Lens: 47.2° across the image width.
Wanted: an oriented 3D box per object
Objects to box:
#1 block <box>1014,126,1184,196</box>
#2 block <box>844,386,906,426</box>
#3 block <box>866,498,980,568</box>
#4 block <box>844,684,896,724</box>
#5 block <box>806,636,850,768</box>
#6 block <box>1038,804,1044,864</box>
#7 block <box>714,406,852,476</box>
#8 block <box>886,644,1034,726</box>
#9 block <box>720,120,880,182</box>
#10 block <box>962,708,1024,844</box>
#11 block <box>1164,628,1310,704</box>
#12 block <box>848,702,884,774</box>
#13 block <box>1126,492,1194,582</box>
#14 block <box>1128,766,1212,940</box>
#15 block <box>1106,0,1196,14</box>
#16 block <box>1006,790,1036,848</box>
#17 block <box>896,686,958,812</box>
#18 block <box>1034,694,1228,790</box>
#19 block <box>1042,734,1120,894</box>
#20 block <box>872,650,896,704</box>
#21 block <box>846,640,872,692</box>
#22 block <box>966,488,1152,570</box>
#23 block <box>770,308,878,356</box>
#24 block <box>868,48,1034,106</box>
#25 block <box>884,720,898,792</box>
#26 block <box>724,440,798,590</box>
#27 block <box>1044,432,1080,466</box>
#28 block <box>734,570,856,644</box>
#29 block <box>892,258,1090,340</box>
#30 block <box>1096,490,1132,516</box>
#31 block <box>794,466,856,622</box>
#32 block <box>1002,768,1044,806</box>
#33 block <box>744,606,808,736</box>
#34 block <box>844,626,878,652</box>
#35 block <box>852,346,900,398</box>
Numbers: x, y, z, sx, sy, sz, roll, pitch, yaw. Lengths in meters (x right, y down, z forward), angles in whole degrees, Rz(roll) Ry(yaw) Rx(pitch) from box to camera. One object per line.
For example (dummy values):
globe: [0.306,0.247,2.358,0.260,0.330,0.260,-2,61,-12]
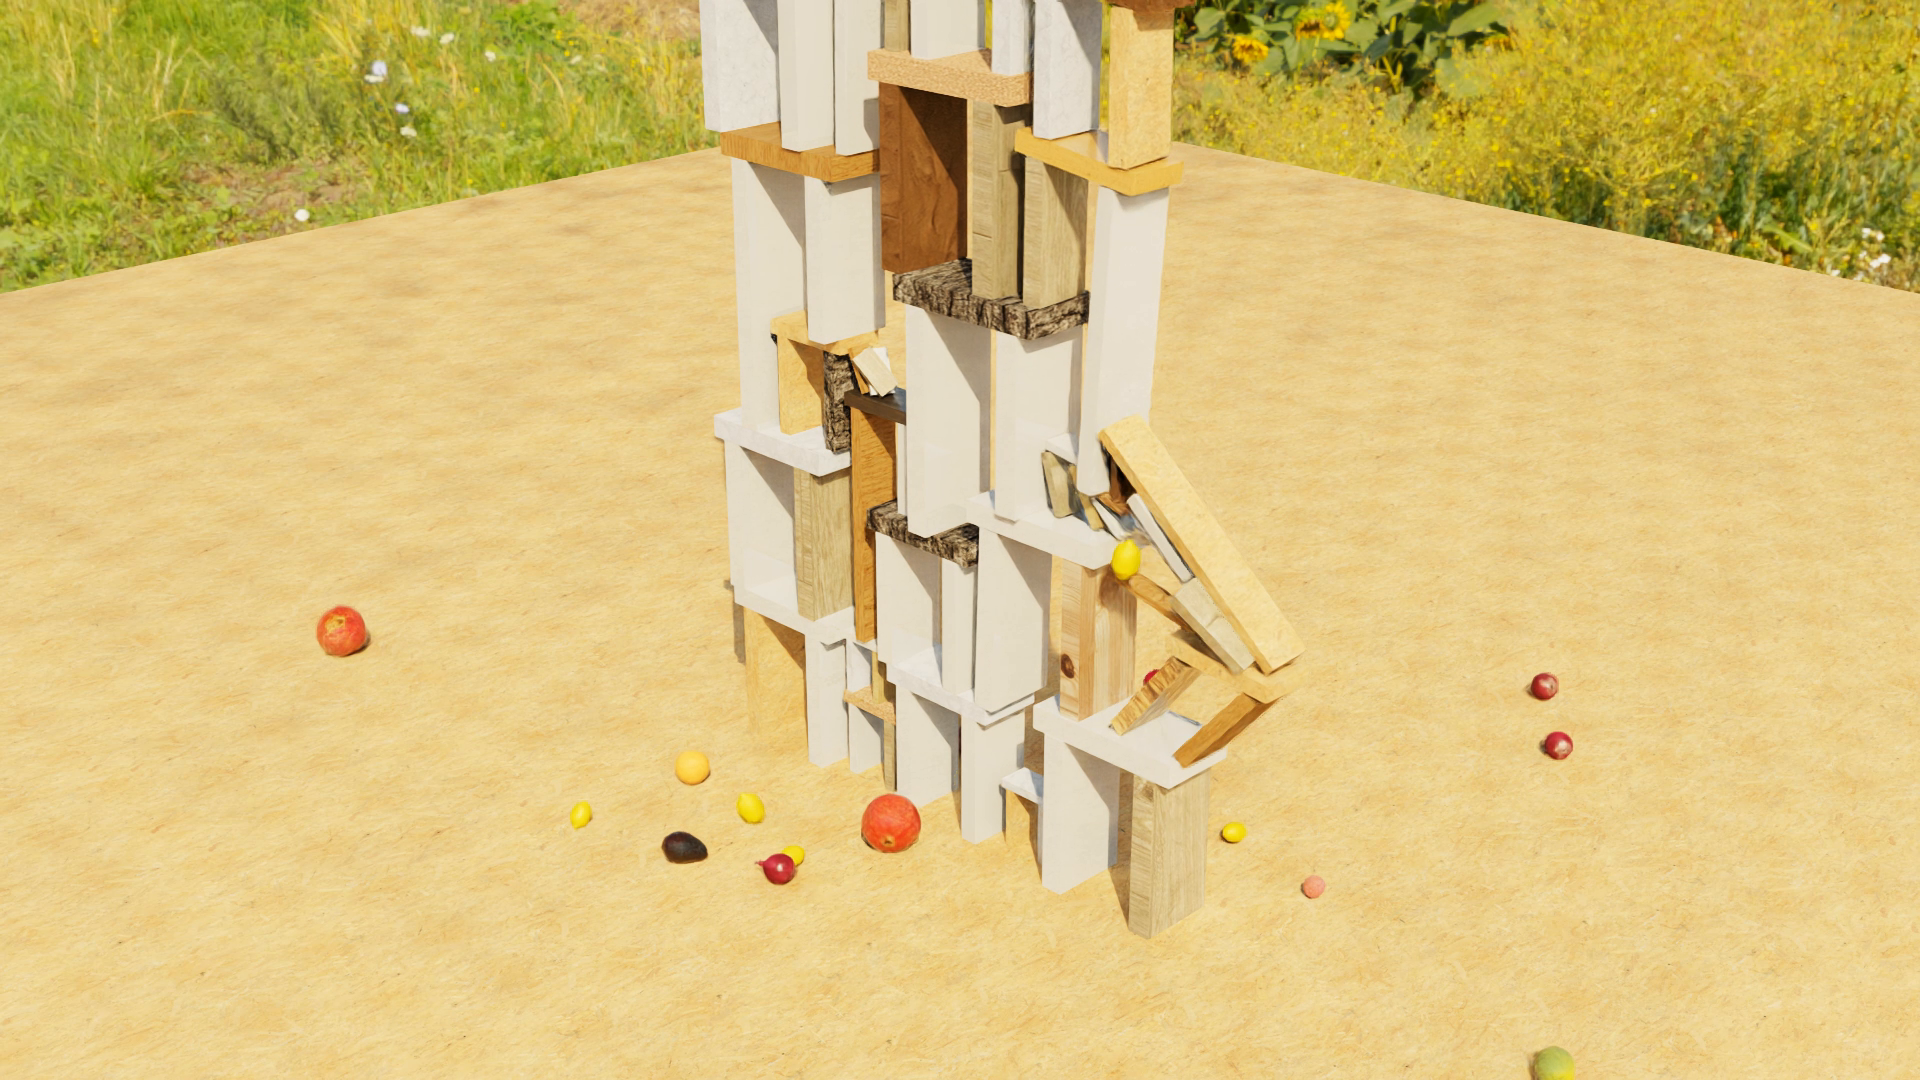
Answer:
block: [0.233,-0.647,3.702,0.261,0.037,0.130,29,35,35]
block: [-0.126,-0.264,4.257,0.187,0.027,0.094,21,31,40]
block: [-0.035,-0.023,4.253,0.277,0.039,0.139,21,31,41]
block: [-0.157,0.333,4.536,0.160,0.023,0.080,21,31,41]
block: [-0.252,0.317,4.633,0.042,0.297,0.149,21,31,40]
block: [0.180,0.561,4.274,0.018,0.128,0.064,21,31,41]
block: [-0.335,-0.214,4.502,0.163,0.046,0.327,-21,31,-41]
block: [0.000,0.282,4.344,0.274,0.039,0.137,21,31,40]
block: [-0.295,-0.750,4.223,0.322,0.046,0.161,21,31,41]
block: [0.065,0.451,4.346,0.137,0.275,0.039,-21,31,-41]
block: [0.476,0.205,3.792,0.113,0.032,0.226,-21,36,-41]
block: [-0.195,0.403,4.606,0.023,0.160,0.080,21,31,41]
block: [0.368,-0.020,3.813,0.086,0.172,0.024,-35,0,-42]
block: [0.385,0.554,4.035,0.046,0.328,0.164,21,31,41]
block: [0.246,-0.913,3.572,0.257,0.036,0.128,29,35,35]
block: [0.119,0.538,4.330,0.018,0.128,0.064,21,31,41]
block: [-0.065,0.401,4.463,0.137,0.275,0.039,-21,31,-41]
block: [0.310,0.351,4.035,0.328,0.046,0.164,21,31,40]
block: [0.231,0.494,4.178,0.046,0.328,0.164,21,31,41]
block: [-0.152,0.273,4.500,0.017,0.117,0.058,21,31,41]
block: [-0.207,0.251,4.551,0.017,0.117,0.058,21,31,41]
block: [0.179,-0.033,4.020,0.314,0.044,0.157,21,31,40]
block: [-0.268,-0.412,4.347,0.205,0.029,0.103,21,31,41]
block: [0.018,-0.823,3.864,0.345,0.049,0.172,21,31,40]
block: [-0.119,0.432,4.537,0.023,0.160,0.080,21,31,41]
block: [-0.412,-0.073,4.646,0.163,0.327,0.046,-21,31,-41]
block: [0.214,-0.158,3.942,0.060,0.017,0.120,-19,35,-37]
block: [-0.322,0.134,4.631,0.297,0.042,0.148,21,31,41]
block: [0.061,-0.439,3.967,0.174,0.049,0.347,-21,31,-41]
block: [0.273,-0.076,3.899,0.046,0.013,0.092,-20,47,-38]
block: [-0.258,-0.013,4.504,0.163,0.327,0.046,-21,31,-41]
block: [0.150,0.482,4.274,0.128,0.018,0.064,21,31,41]
block: [-0.392,0.263,4.762,0.042,0.297,0.149,21,31,41]
block: [-0.178,0.201,4.498,0.117,0.017,0.058,21,31,41]
block: [-0.163,-0.324,4.245,0.046,0.092,0.013,-39,0,-19]
